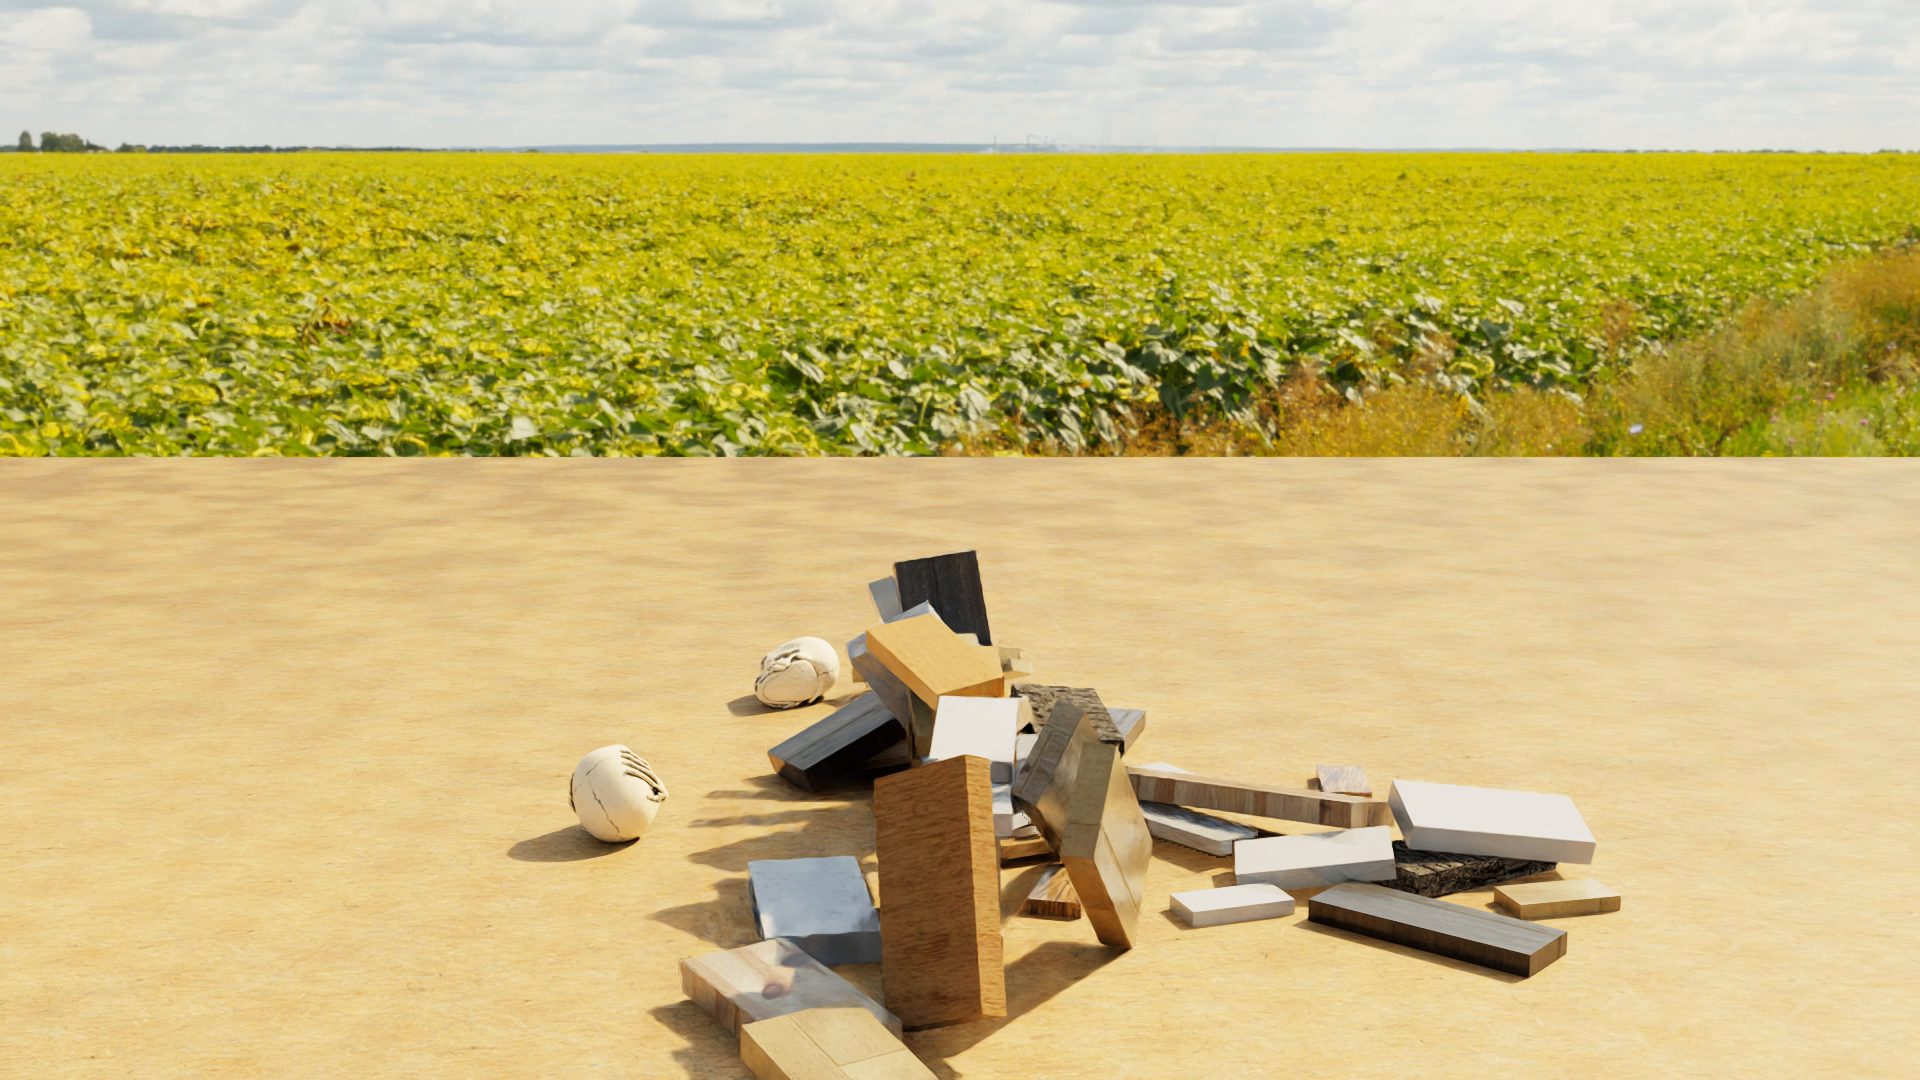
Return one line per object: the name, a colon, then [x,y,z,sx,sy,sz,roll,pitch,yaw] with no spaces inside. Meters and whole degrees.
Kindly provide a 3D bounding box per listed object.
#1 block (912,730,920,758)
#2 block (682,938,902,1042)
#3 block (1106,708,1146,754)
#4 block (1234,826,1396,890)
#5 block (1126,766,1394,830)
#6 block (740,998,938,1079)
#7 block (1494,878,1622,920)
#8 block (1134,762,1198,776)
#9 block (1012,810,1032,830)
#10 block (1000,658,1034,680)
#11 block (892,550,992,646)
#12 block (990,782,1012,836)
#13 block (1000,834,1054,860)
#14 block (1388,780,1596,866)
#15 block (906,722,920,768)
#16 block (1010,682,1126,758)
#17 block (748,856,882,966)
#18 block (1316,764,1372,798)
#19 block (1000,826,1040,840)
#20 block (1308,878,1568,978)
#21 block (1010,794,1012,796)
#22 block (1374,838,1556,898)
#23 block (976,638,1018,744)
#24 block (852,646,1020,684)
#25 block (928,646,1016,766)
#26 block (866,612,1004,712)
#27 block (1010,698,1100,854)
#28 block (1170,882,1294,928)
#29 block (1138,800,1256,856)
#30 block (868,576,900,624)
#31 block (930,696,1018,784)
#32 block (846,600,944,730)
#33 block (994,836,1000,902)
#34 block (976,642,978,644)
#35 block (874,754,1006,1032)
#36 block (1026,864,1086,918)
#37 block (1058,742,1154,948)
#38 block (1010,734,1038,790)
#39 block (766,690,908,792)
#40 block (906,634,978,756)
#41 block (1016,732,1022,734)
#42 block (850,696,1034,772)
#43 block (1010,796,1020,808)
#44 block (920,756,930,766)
block: [-0.022,0.316,3.824,0.123,0.035,0.247,-1,16,-1]
block: [-0.243,0.660,3.117,0.170,0.048,0.339,-8,15,-32]
block: [0.302,0.400,4.592,0.127,0.036,0.254,3,11,15]
block: [0.596,0.538,3.701,0.261,0.037,0.131,-7,16,9]
block: [0.471,0.463,4.010,0.634,0.045,0.159,3,-2,39]
block: [-0.129,0.701,2.801,0.170,0.048,0.339,-7,21,-31]
block: [0.979,0.588,3.608,0.180,0.025,0.090,-3,11,-14]
block: [0.411,0.469,4.251,0.090,0.025,0.180,-7,12,-32]
block: [0.111,0.504,3.989,0.080,0.023,0.160,-20,-6,41]
block: [0.055,0.289,4.721,0.187,0.027,0.094,-15,-15,29]
block: [-0.024,0.190,4.224,0.159,0.318,0.045,-9,-7,-9]
block: [0.013,0.389,3.293,0.123,0.035,0.247,0,11,-1]
block: [0.135,0.534,3.860,0.160,0.023,0.080,-5,-1,-27]
block: [0.911,0.484,3.779,0.318,0.045,0.159,6,23,-5]
block: [-0.020,0.439,3.857,0.123,0.247,0.035,-2,-21,-9]
block: [0.212,0.369,4.448,0.176,0.050,0.351,5,12,-8]
block: [-0.236,0.592,3.521,0.180,0.051,0.359,-2,11,-9]
block: [0.738,0.472,4.236,0.090,0.026,0.180,1,11,4]
block: [0.119,0.517,3.901,0.053,0.015,0.117,-7,-10,-32]
block: [0.749,0.609,3.467,0.382,0.037,0.131,9,14,39]
block: [0.060,0.472,4.144,0.058,0.017,0.117,9,-10,-30]
block: [0.851,0.548,3.774,0.318,0.045,0.159,-6,12,-31]
block: [0.007,0.297,4.052,0.132,0.264,0.037,-19,39,3]
block: [-0.055,0.279,4.888,0.351,0.050,0.175,-10,-10,42]
block: [0.013,0.272,3.635,0.127,0.036,0.337,-1,26,-4]
block: [-0.044,0.204,3.691,0.127,0.036,0.254,-13,29,-26]
block: [0.176,0.399,3.548,0.045,0.159,0.607,25,-11,15]
block: [0.443,0.593,3.582,0.181,0.026,0.090,-4,11,-19]
block: [0.395,0.511,3.925,0.090,0.026,0.280,-7,11,-39]
block: [-0.052,0.204,4.325,0.159,0.318,0.045,-18,-26,-10]
block: [0.023,0.310,3.433,0.127,0.036,0.254,2,18,3]
block: [-0.051,0.273,4.077,0.171,0.341,0.048,-28,38,10]
block: [-0.004,0.548,3.215,0.123,0.247,0.035,0,4,-1]
block: [-0.002,0.305,4.008,0.132,0.264,0.037,-16,39,1]
block: [-0.031,0.497,3.087,0.180,0.359,0.051,-20,-25,38]
block: [0.175,0.581,3.647,0.090,0.026,0.181,3,11,15]
block: [0.224,0.466,3.321,0.051,0.180,0.359,5,-29,17]
block: [0.091,0.418,4.168,0.171,0.048,0.341,-16,3,-23]
block: [-0.156,0.353,4.356,0.435,0.050,0.175,-29,20,-22]
block: [-0.022,0.259,3.744,0.132,0.037,0.347,-2,26,-6]
block: [0.128,0.402,4.455,0.127,0.036,0.468,0,14,-29]
block: [-0.043,0.385,4.351,0.341,0.048,0.171,-13,8,28]
block: [0.127,0.486,4.184,0.058,0.017,0.117,3,11,15]
block: [-0.002,0.472,3.623,0.123,0.247,0.035,-1,12,-4]
